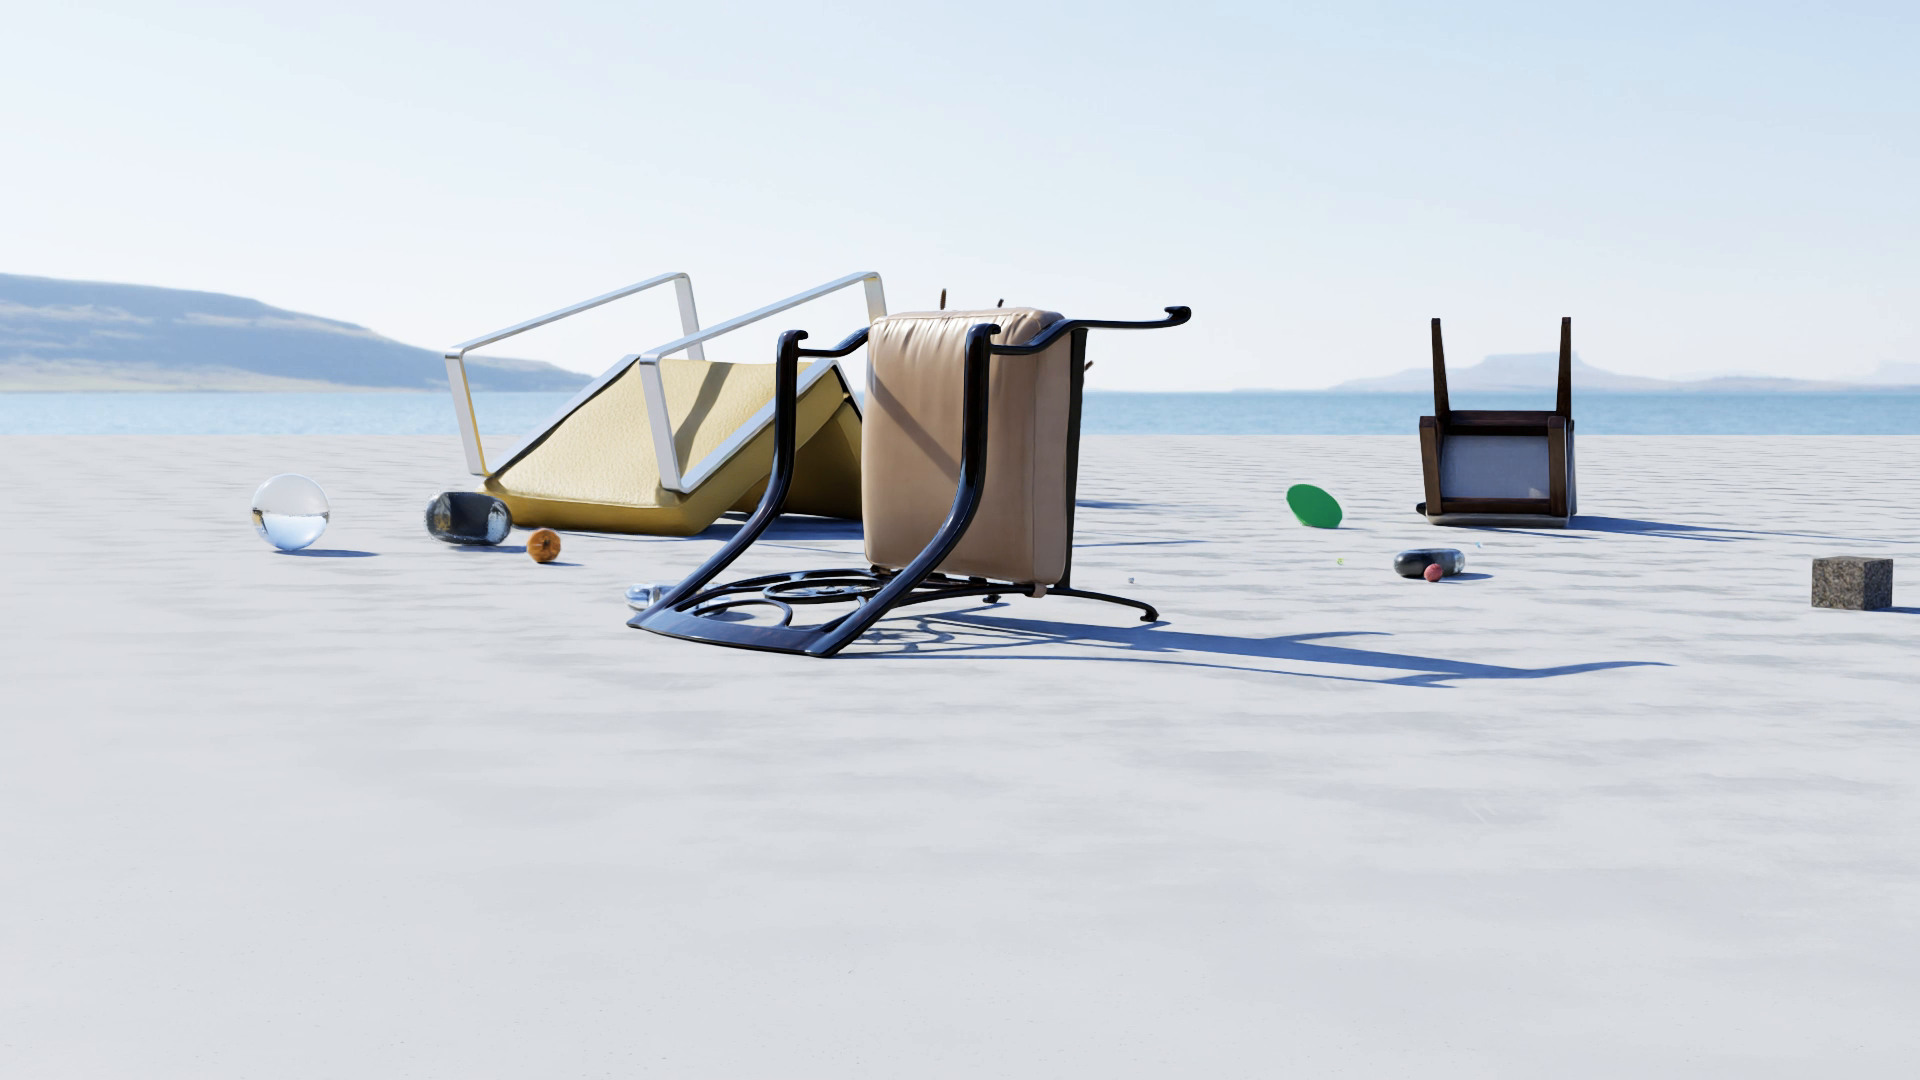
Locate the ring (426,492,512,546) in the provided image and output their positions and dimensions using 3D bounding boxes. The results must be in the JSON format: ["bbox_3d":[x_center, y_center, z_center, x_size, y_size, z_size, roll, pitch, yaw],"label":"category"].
[{"bbox_3d":[-1.396,-0.059,6.249,0.244,0.127,0.186,8,-14,-21],"label":"ring"}]

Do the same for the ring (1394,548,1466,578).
[{"bbox_3d":[1.133,0.054,5.307,0.144,0.062,0.270,1,3,36],"label":"ring"}]

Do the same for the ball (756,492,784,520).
[{"bbox_3d":[-0.656,-0.119,7.599,0.093,0.093,0.093,0,4,0],"label":"ball"}]

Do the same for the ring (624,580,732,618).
[{"bbox_3d":[-0.561,0.117,4.383,0.213,0.064,0.225,0,3,-17],"label":"ring"}]

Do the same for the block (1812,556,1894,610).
[{"bbox_3d":[1.839,0.088,4.533,0.132,0.099,0.109,-4,5,-43],"label":"block"}]

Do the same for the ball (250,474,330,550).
[{"bbox_3d":[-1.864,-0.078,6.123,0.213,0.213,0.213,0,4,0],"label":"ball"}]

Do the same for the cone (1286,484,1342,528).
[{"bbox_3d":[1.143,-0.081,7.207,0.197,0.131,0.174,32,-19,8],"label":"cone"}]
